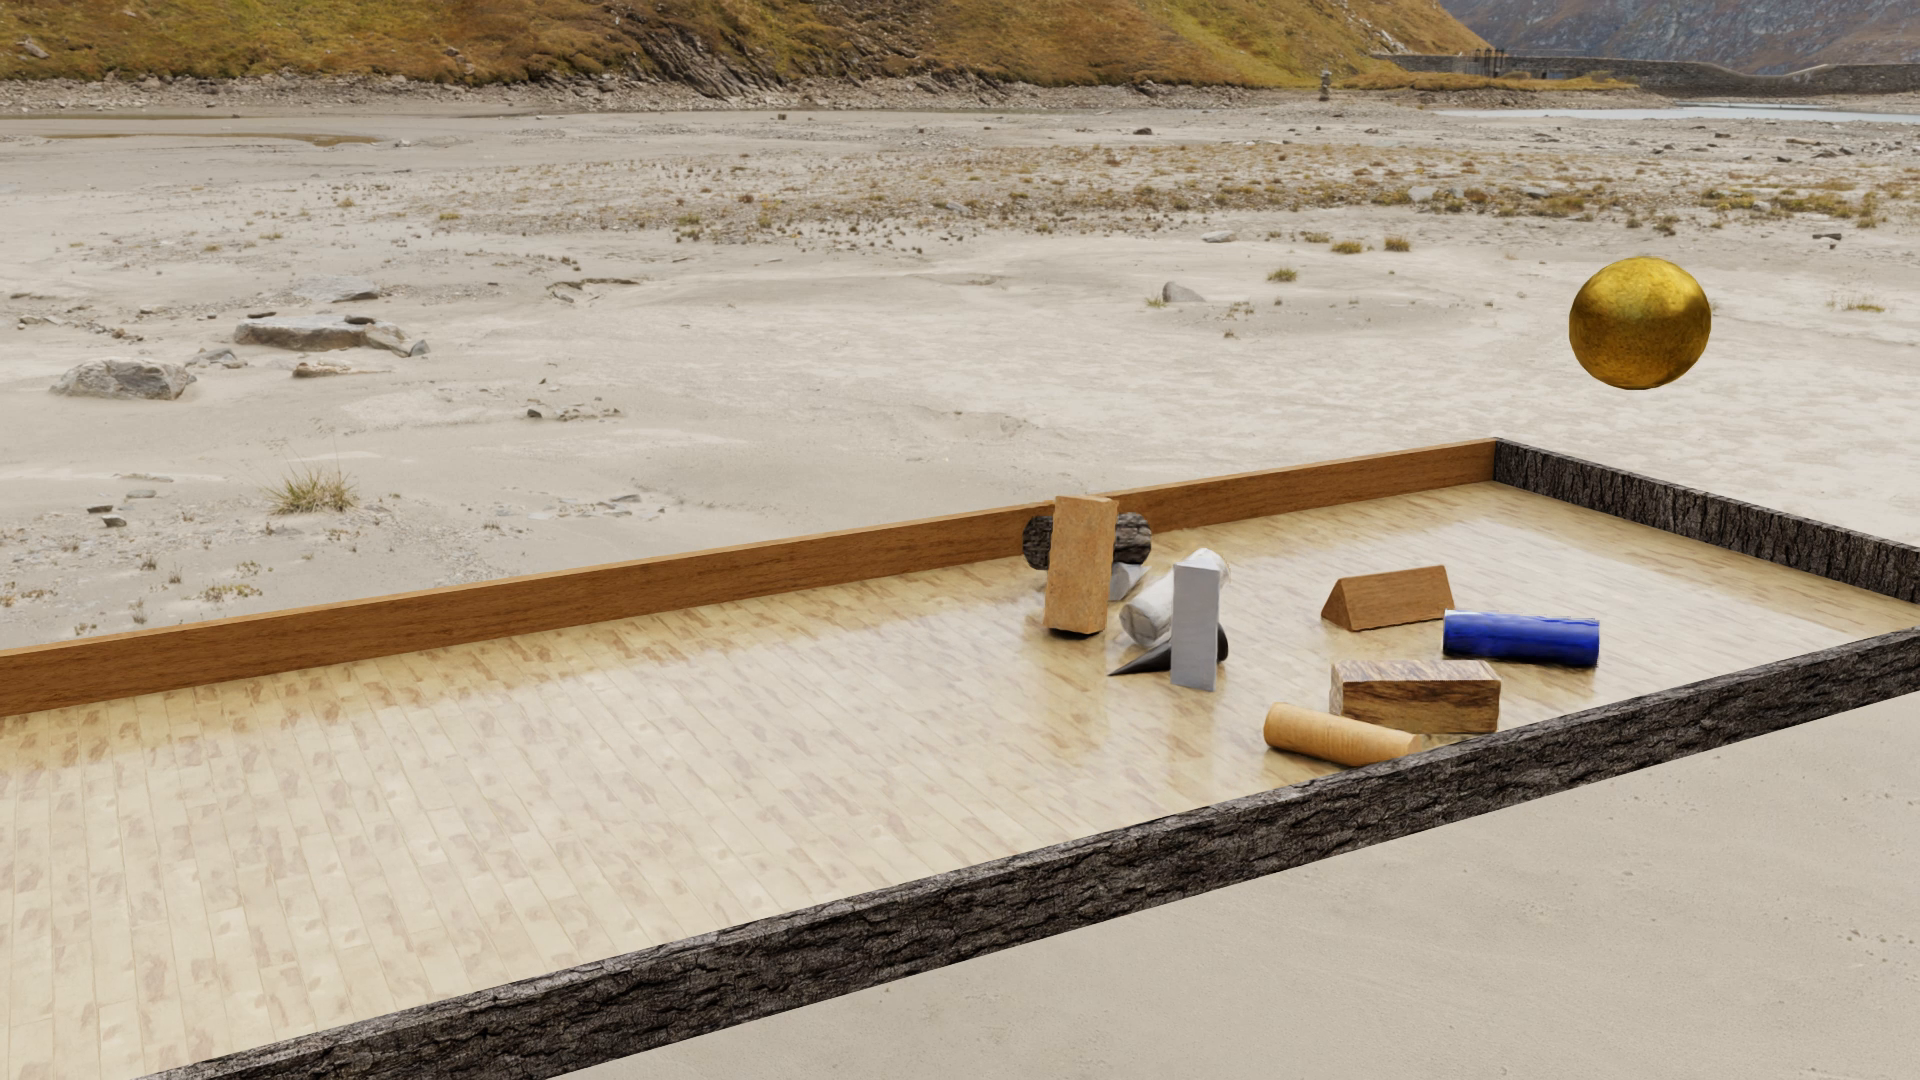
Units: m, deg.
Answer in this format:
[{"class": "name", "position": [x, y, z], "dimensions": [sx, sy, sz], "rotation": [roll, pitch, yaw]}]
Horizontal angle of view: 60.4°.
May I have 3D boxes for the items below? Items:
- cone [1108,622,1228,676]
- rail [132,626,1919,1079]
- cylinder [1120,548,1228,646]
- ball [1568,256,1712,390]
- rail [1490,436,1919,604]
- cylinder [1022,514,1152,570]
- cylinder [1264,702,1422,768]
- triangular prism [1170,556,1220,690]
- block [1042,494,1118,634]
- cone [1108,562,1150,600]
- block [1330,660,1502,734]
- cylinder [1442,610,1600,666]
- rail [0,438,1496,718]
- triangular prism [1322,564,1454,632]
[{"class": "cone", "position": [0.516, 0.300, 4.229], "dimensions": [0.328, 0.120, 0.120], "rotation": [-17, 21, -18]}, {"class": "rail", "position": [-2.336, 1.006, 1.665], "dimensions": [12.000, 0.150, 0.050], "rotation": [-9, 18, -27]}, {"class": "cylinder", "position": [0.581, 0.152, 4.458], "dimensions": [0.314, 0.125, 0.125], "rotation": [-34, 34, -32]}, {"class": "ball", "position": [1.896, -0.603, 4.607], "dimensions": [0.370, 0.370, 0.370], "rotation": [0, 16, 0]}, {"class": "rail", "position": [2.466, -0.048, 5.253], "dimensions": [0.050, 0.150, 2.100], "rotation": [-9, 18, -27]}, {"class": "cylinder", "position": [0.379, 0.004, 4.895], "dimensions": [0.362, 0.160, 0.160], "rotation": [-2, 15, -34]}, {"class": "cylinder", "position": [0.847, 0.444, 3.663], "dimensions": [0.329, 0.102, 0.102], "rotation": [12, 20, 34]}, {"class": "triangular prism", "position": [0.600, 0.204, 4.104], "dimensions": [0.118, 0.312, 0.102], "rotation": [8, 18, 26]}, {"class": "block", "position": [0.327, 0.063, 4.474], "dimensions": [0.132, 0.356, 0.132], "rotation": [8, 6, 24]}, {"class": "cone", "position": [0.513, 0.100, 4.916], "dimensions": [0.114, 0.114, 0.367], "rotation": [8, 9, 24]}, {"class": "block", "position": [1.062, 0.367, 3.865], "dimensions": [0.361, 0.131, 0.131], "rotation": [-1, 16, 1]}, {"class": "cylinder", "position": [1.455, 0.253, 4.290], "dimensions": [0.380, 0.114, 0.114], "rotation": [4, 17, 15]}, {"class": "rail", "position": [-3.305, 0.497, 3.399], "dimensions": [12.000, 0.150, 0.050], "rotation": [-9, 18, -27]}, {"class": "triangular prism", "position": [1.201, 0.150, 4.602], "dimensions": [0.345, 0.130, 0.150], "rotation": [-6, 18, -21]}]
